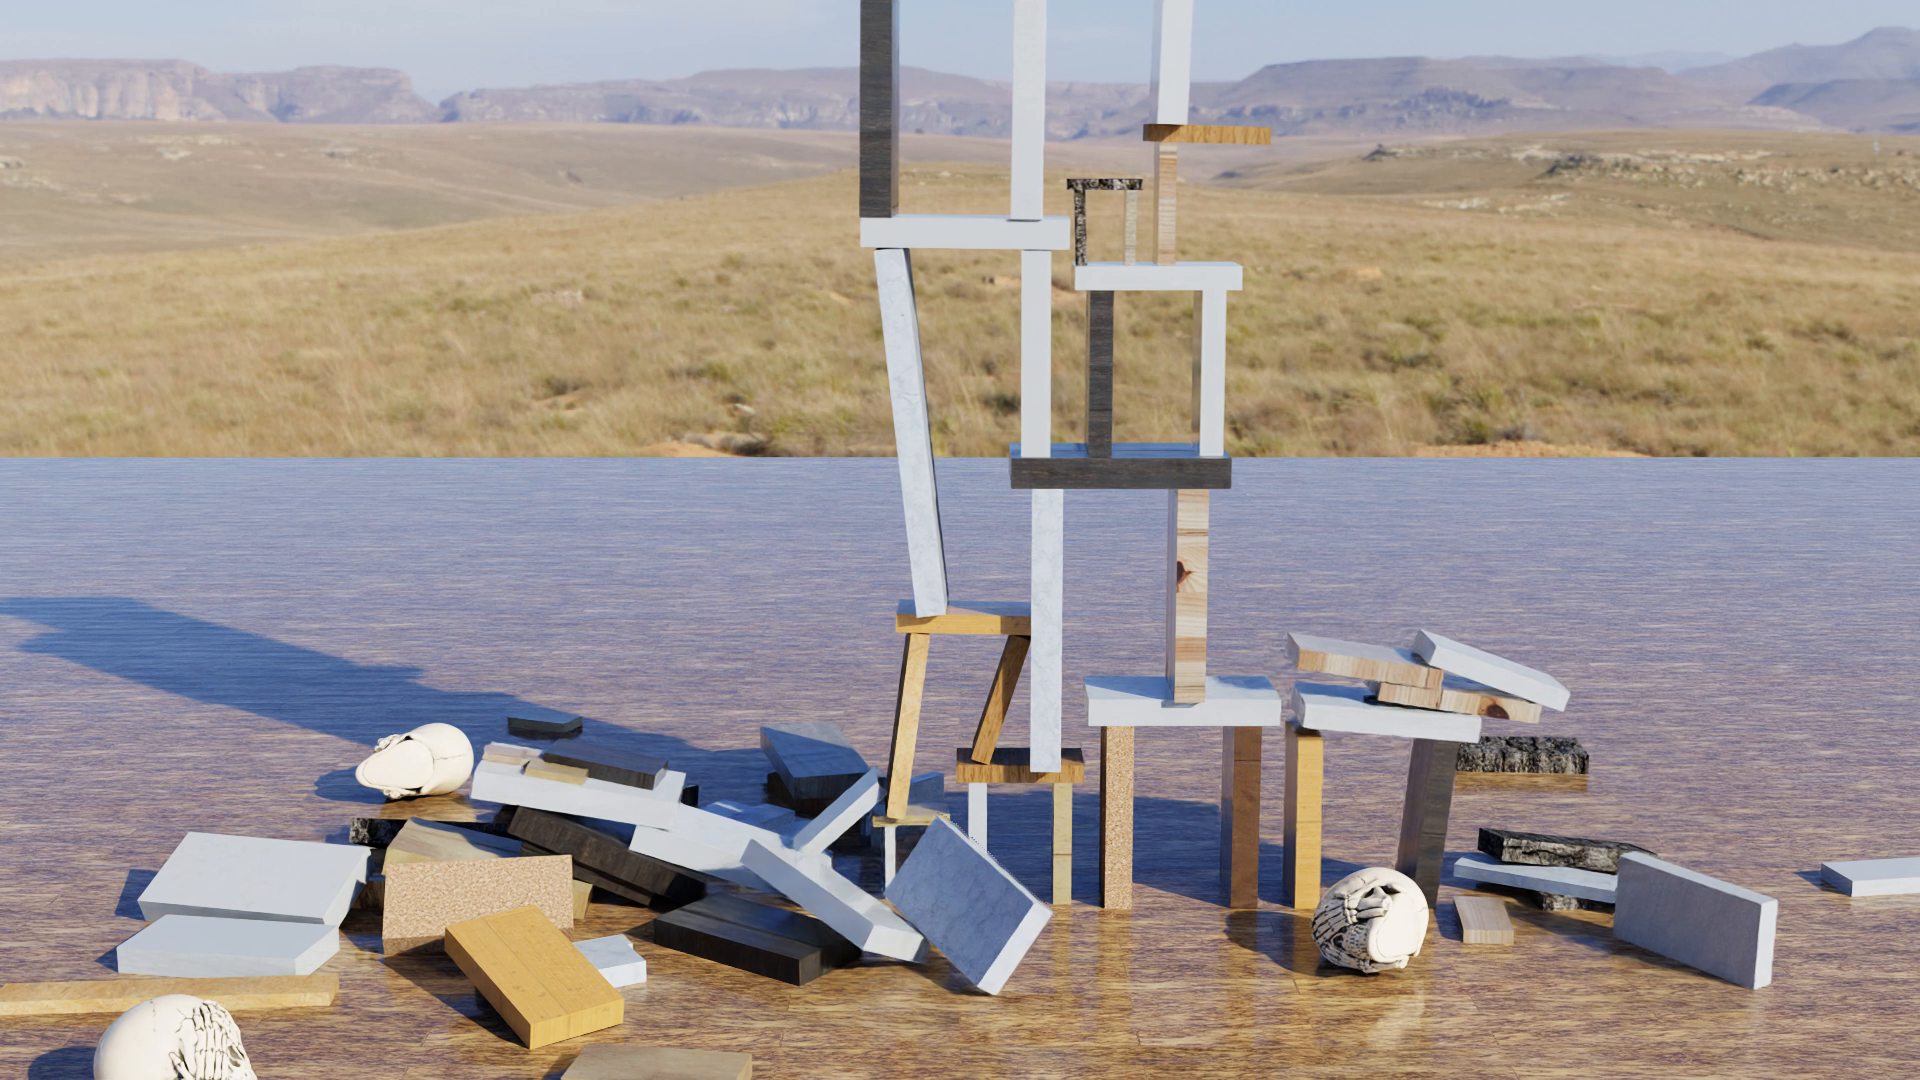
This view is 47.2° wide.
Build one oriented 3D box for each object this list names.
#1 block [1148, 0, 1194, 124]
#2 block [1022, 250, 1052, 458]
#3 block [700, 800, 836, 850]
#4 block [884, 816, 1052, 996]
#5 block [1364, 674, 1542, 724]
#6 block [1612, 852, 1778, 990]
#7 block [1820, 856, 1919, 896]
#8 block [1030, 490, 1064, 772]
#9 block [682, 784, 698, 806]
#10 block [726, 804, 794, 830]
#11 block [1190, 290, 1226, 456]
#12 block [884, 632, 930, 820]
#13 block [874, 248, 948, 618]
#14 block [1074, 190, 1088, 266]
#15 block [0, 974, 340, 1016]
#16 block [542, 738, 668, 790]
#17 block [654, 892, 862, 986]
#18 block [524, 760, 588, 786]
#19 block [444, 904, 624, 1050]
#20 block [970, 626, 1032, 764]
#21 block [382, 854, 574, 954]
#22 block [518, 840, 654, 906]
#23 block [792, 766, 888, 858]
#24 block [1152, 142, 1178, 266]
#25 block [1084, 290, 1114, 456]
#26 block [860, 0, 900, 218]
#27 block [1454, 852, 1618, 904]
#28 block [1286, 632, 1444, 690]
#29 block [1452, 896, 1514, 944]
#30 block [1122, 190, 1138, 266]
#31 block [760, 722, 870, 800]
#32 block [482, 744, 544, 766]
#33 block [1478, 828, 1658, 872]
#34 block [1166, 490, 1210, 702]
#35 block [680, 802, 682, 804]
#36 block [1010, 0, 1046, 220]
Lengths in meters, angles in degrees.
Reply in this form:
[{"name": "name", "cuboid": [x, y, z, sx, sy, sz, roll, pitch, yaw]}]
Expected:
[{"name": "block", "cuboid": [0.333, -0.932, 3.384, 0.046, 0.575, 0.162, 2, 11, 0]}, {"name": "block", "cuboid": [0.121, -0.304, 3.507, 0.046, 0.324, 0.162, 0, 11, 2]}, {"name": "block", "cuboid": [-0.367, 0.521, 3.936, 0.265, 0.037, 0.132, 7, 13, 35]}, {"name": "block", "cuboid": [0.008, 0.552, 3.340, 0.042, 0.149, 0.297, 35, -1, -36]}, {"name": "block", "cuboid": [0.807, 0.252, 3.612, 0.264, 0.033, 0.118, 9, 10, -2]}, {"name": "block", "cuboid": [1.120, 0.579, 3.363, 0.037, 0.132, 0.265, -5, 11, -33]}, {"name": "block", "cuboid": [1.567, 0.568, 3.713, 0.190, 0.027, 0.095, -2, 11, -10]}, {"name": "block", "cuboid": [0.140, 0.131, 3.578, 0.049, 0.461, 0.173, 0, 11, 2]}, {"name": "block", "cuboid": [-0.688, 0.473, 4.123, 0.370, 0.037, 0.132, 2, -2, 11]}, {"name": "block", "cuboid": [-0.367, 0.499, 3.897, 0.071, 0.020, 0.141, 8, 13, 38]}, {"name": "block", "cuboid": [0.396, -0.273, 3.512, 0.037, 0.260, 0.130, 0, 11, 0]}, {"name": "block", "cuboid": [-0.088, 0.293, 3.617, 0.031, 0.309, 0.109, 7, 10, -5]}, {"name": "block", "cuboid": [-0.076, -0.179, 3.537, 0.046, 0.585, 0.162, -6, 10, 3]}, {"name": "block", "cuboid": [0.190, -0.494, 3.468, 0.016, 0.116, 0.058, -2, 10, 2]}, {"name": "block", "cuboid": [-1.159, 0.664, 3.215, 0.480, 0.020, 0.071, -1, 11, -4]}, {"name": "block", "cuboid": [-0.586, 0.371, 3.639, 0.188, 0.027, 0.094, 11, 11, 4]}, {"name": "block", "cuboid": [-0.315, 0.617, 3.411, 0.297, 0.042, 0.149, 8, 13, 35]}, {"name": "block", "cuboid": [-0.654, 0.378, 3.570, 0.095, 0.014, 0.048, 10, 10, -2]}, {"name": "block", "cuboid": [-0.619, 0.628, 3.185, 0.144, 0.041, 0.288, -9, 25, -35]}, {"name": "block", "cuboid": [0.068, 0.249, 3.609, 0.031, 0.218, 0.109, 18, 11, -1]}, {"name": "block", "cuboid": [-0.755, 0.572, 3.458, 0.288, 0.041, 0.144, -2, 44, -10]}, {"name": "block", "cuboid": [-0.610, 0.528, 3.629, 0.228, 0.032, 0.114, 23, 9, -9]}, {"name": "block", "cuboid": [-0.199, 0.458, 3.654, 0.188, 0.027, 0.094, -42, 11, 5]}, {"name": "block", "cuboid": [0.322, -0.531, 3.466, 0.027, 0.190, 0.095, 0, 11, 0]}, {"name": "block", "cuboid": [0.222, -0.273, 3.512, 0.037, 0.260, 0.130, 0, 11, 1]}, {"name": "block", "cuboid": [-0.125, -0.683, 3.443, 0.049, 0.347, 0.173, 1, 11, 2]}, {"name": "block", "cuboid": [1.059, 0.570, 3.598, 0.491, 0.022, 0.077, 6, 12, 30]}, {"name": "block", "cuboid": [0.660, 0.197, 3.595, 0.236, 0.033, 0.118, 8, 10, -2]}, {"name": "block", "cuboid": [0.836, 0.607, 3.517, 0.077, 0.022, 0.154, 1, 11, 6]}, {"name": "block", "cuboid": [0.268, -0.494, 3.467, 0.016, 0.116, 0.058, 1, 11, 0]}, {"name": "block", "cuboid": [-0.281, 0.423, 4.250, 0.149, 0.042, 0.371, -3, 11, -14]}, {"name": "block", "cuboid": [-0.734, 0.355, 3.612, 0.095, 0.014, 0.048, 8, 11, -11]}, {"name": "block", "cuboid": [1.031, 0.530, 3.738, 0.265, 0.037, 0.132, 6, 0, -4]}, {"name": "block", "cuboid": [0.368, 0.074, 3.569, 0.049, 0.346, 0.173, 0, 11, 0]}, {"name": "block", "cuboid": [-0.598, 0.482, 3.907, 0.297, 0.042, 0.149, 19, 20, 35]}, {"name": "block", "cuboid": [0.107, -0.679, 3.432, 0.049, 0.347, 0.173, 1, 11, 2]}]
